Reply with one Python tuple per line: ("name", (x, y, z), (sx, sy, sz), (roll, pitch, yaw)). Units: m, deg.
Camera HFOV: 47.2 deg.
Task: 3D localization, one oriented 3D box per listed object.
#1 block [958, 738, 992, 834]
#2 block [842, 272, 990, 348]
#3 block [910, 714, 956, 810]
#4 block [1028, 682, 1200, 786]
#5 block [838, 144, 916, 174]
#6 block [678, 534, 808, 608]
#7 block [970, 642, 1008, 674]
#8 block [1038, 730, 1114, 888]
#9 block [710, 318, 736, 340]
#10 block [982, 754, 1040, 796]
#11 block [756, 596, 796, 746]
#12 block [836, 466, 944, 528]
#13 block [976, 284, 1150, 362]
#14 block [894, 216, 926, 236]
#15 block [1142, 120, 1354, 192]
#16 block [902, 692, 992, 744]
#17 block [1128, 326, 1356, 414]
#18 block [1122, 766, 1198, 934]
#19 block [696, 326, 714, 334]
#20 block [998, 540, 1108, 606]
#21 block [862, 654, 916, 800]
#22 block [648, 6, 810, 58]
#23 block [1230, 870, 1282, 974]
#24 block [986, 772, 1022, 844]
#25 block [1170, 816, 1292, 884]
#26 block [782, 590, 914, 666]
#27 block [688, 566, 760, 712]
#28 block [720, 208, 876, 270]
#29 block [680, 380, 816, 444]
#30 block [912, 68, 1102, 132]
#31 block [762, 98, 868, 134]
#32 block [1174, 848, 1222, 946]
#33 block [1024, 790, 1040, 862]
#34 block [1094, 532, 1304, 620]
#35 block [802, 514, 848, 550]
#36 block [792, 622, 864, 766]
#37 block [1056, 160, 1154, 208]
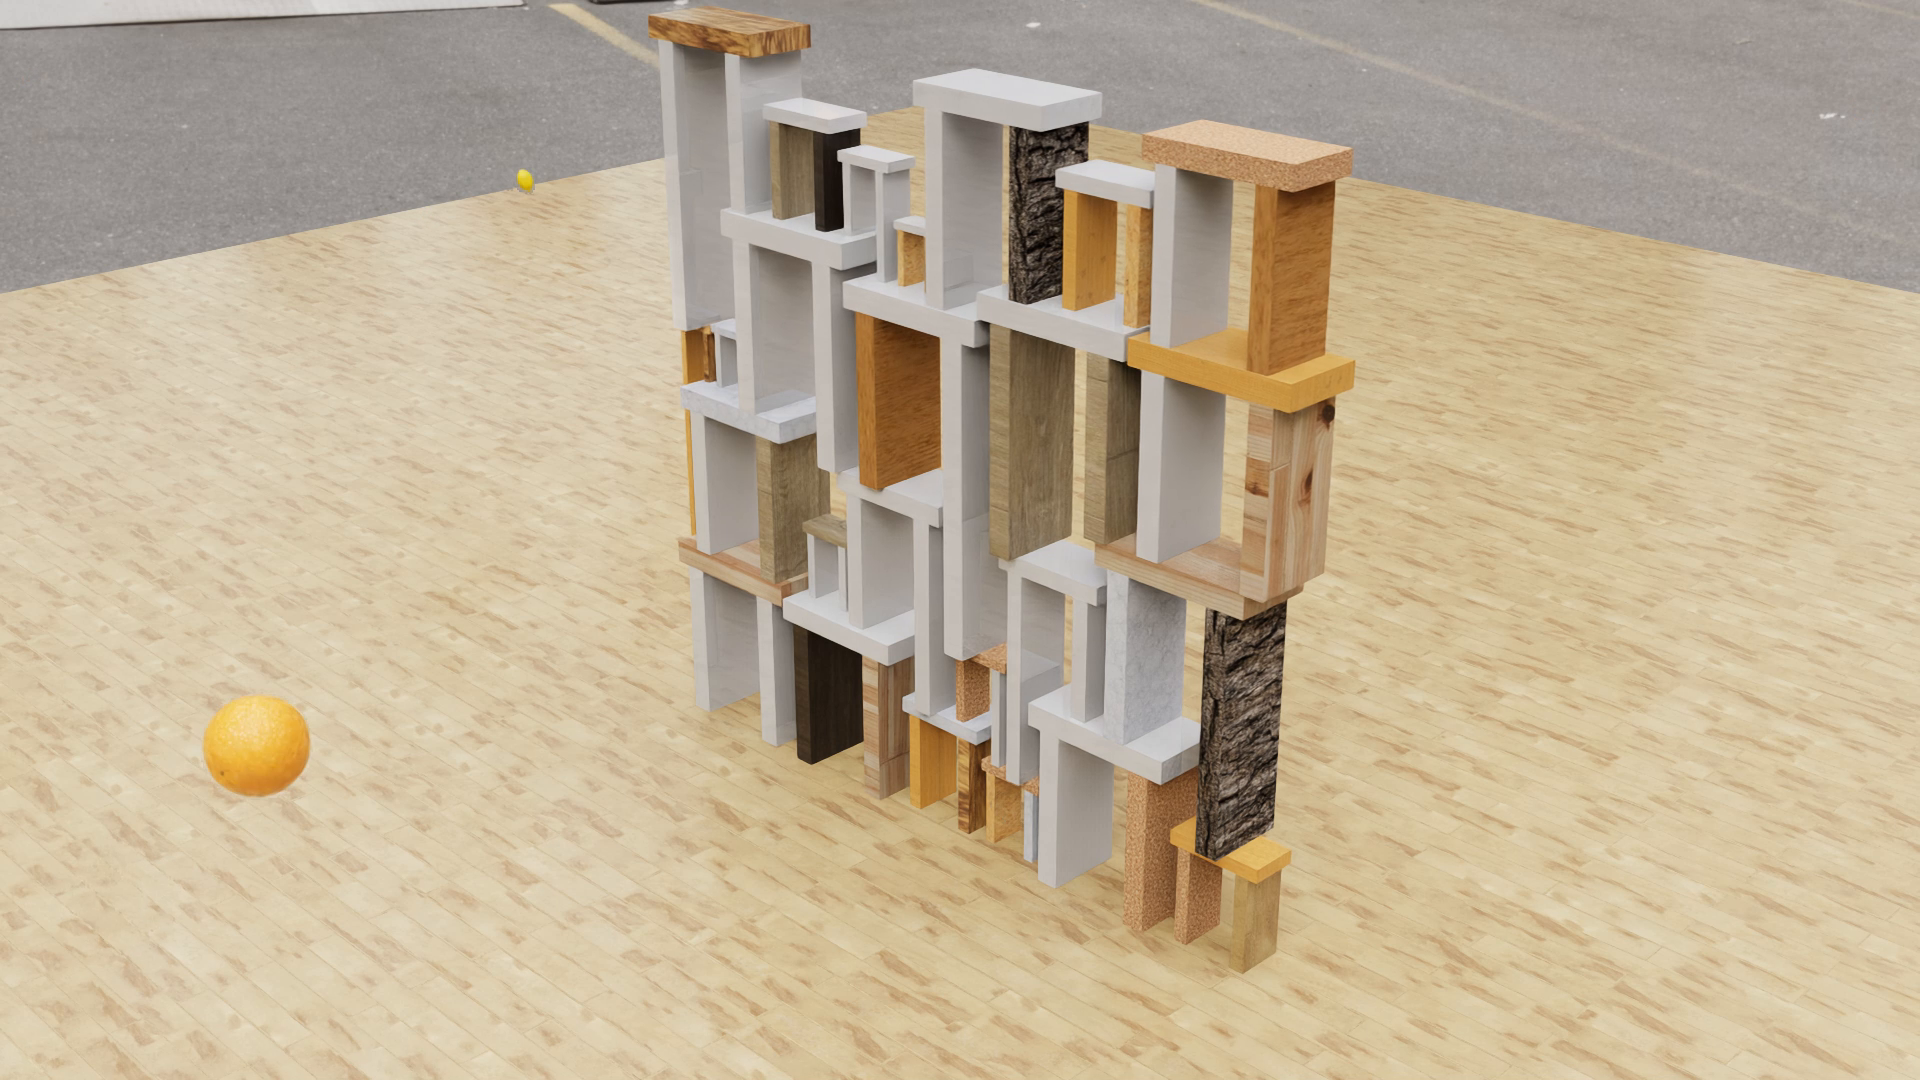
("block", (0.044, 0.472, 4.382), (0.029, 0.208, 0.104), (21, 31, 41))
("block", (-0.036, -0.437, 4.076), (0.174, 0.049, 0.347), (-22, 31, -40))
("block", (-0.054, 0.434, 4.473), (0.029, 0.208, 0.104), (21, 31, 41))
("block", (0.299, 0.347, 4.054), (0.324, 0.046, 0.162), (21, 31, 41))
("block", (-0.156, -0.709, 4.089), (0.069, 0.020, 0.139), (-21, 31, -40))
("block", (-0.430, 0.047, 4.717), (0.340, 0.048, 0.170), (21, 31, 41))
("block", (0.059, 0.216, 4.247), (0.072, 0.021, 0.145), (-22, 31, -40))
("block", (0.223, 0.488, 4.197), (0.046, 0.324, 0.162), (21, 31, 41))
("block", (-0.455, -0.432, 4.539), (0.116, 0.016, 0.058), (21, 31, 40))
("block", (0.123, 0.450, 4.281), (0.153, 0.022, 0.076), (21, 31, 41))
("block", (-0.350, 0.257, 4.719), (0.048, 0.340, 0.170), (21, 31, 41))
("block", (-0.091, -0.101, 4.287), (0.143, 0.041, 0.286), (-22, 31, -40))
("block", (0.211, -0.390, 3.826), (0.343, 0.049, 0.171), (21, 31, 41))
("block", (-0.066, -0.576, 4.047), (0.054, 0.015, 0.107), (-22, 31, -40))
("block", (0.451, -0.608, 3.468), (0.301, 0.043, 0.150), (21, 31, 40))
("block", (-0.005, 0.344, 4.381), (0.208, 0.029, 0.104), (21, 31, 41))
("block", (0.458, -0.291, 3.605), (0.169, 0.048, 0.338), (-22, 31, -40))
("block", (0.376, 0.547, 4.056), (0.046, 0.324, 0.162), (21, 31, 41))
("block", (-0.538, -0.456, 4.619), (0.108, 0.015, 0.054), (21, 31, 40))
("block", (0.200, 0.052, 4.025), (0.122, 0.034, 0.243), (-21, 31, -40))
("block", (-0.124, 0.360, 4.507), (0.045, 0.317, 0.158), (21, 31, 41))
("block", (-0.452, -0.994, 4.296), (0.154, 0.044, 0.309), (-21, 31, -41))
("block", (0.529, 0.669, 3.933), (0.028, 0.196, 0.098), (21, 31, 41))
("block", (0.087, 0.516, 4.348), (0.022, 0.153, 0.076), (21, 31, 41))
("block", (0.483, 0.548, 3.932), (0.098, 0.028, 0.196), (-21, 31, -41))
("block", (-0.199, 0.164, 4.505), (0.317, 0.045, 0.158), (21, 31, 41))
("block", (-0.510, 0.195, 4.867), (0.048, 0.340, 0.170), (21, 31, 41))
("block", (-0.284, -0.602, 4.282), (0.178, 0.050, 0.356), (-21, 31, -40))
("block", (-0.417, -0.278, 4.553), (0.317, 0.045, 0.158), (21, 31, 41))
("block", (0.080, -0.762, 3.801), (0.306, 0.043, 0.153), (21, 31, 40))
("block", (-0.276, -0.806, 4.176), (0.095, 0.027, 0.191), (-21, 31, -40))
("block", (0.437, 0.633, 4.018), (0.028, 0.196, 0.098), (21, 31, 41))
("block", (0.159, 0.545, 4.282), (0.022, 0.153, 0.076), (21, 31, 41))
("block", (0.411, 0.044, 3.802), (0.166, 0.047, 0.331), (-21, 31, -40))
("block", (-0.248, -0.017, 4.488), (0.141, 0.020, 0.071), (21, 31, 41))
("block", (-0.273, 0.301, 4.645), (0.045, 0.317, 0.158), (21, 31, 41))
("block", (0.272, -0.596, 3.677), (0.104, 0.030, 0.209), (-22, 31, -40))
